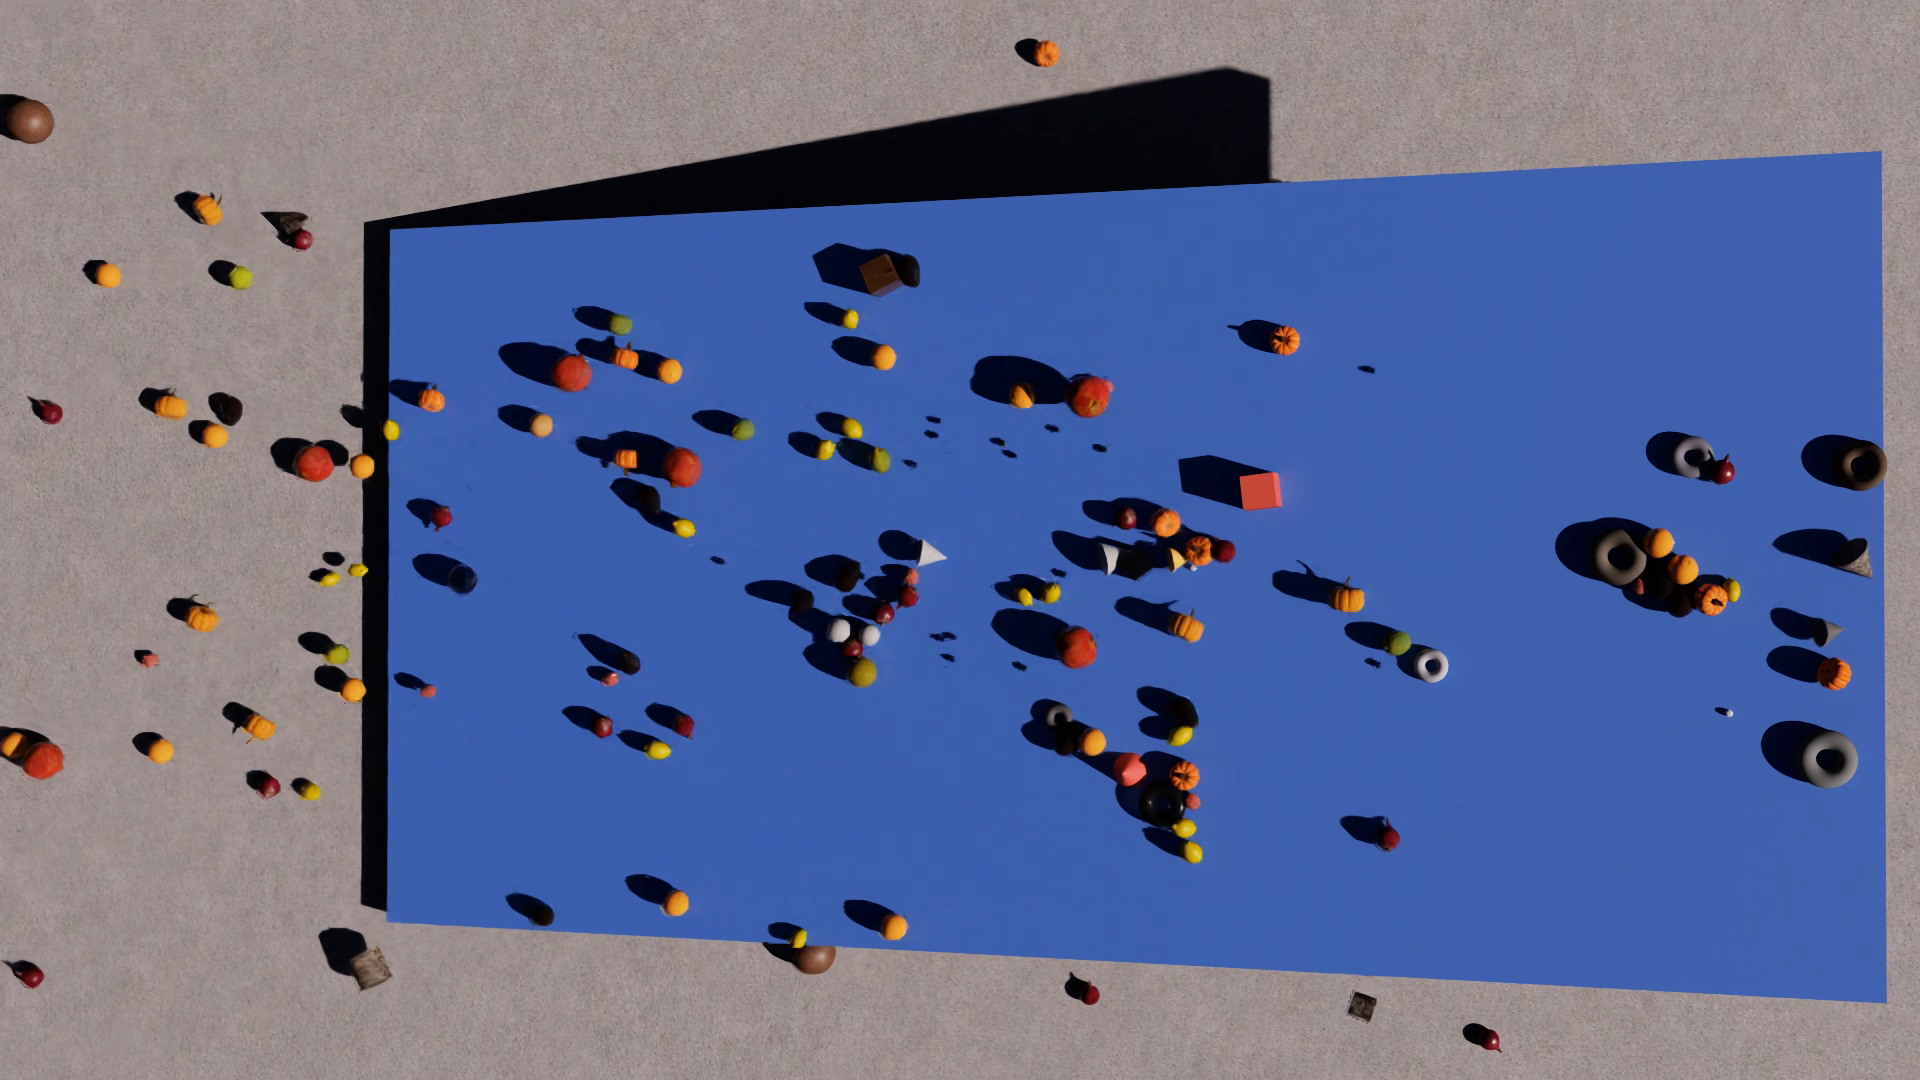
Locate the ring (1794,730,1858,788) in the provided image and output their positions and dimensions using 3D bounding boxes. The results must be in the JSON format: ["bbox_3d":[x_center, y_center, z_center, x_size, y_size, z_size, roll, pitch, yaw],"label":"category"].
[{"bbox_3d":[2.037,0.515,5.170,0.139,0.046,0.139,0,91,18],"label":"ring"}]

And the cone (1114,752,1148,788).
[{"bbox_3d":[0.427,0.596,5.647,0.091,0.091,0.091,0,89,17],"label":"cone"}]

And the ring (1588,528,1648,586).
[{"bbox_3d":[1.589,0.041,5.316,0.139,0.046,0.139,0,88,16],"label":"ring"}]

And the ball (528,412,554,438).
[{"bbox_3d":[-1.177,-0.323,6.172,0.071,0.071,0.071,0,89,0],"label":"ball"}]

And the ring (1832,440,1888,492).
[{"bbox_3d":[2.111,-0.175,5.160,0.121,0.040,0.121,-1,88,16],"label":"ring"}]

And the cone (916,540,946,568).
[{"bbox_3d":[-0.070,0.042,5.840,0.078,0.078,0.078,11,89,-10],"label":"cone"}]

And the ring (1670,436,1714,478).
[{"bbox_3d":[1.755,-0.199,5.274,0.103,0.034,0.103,-1,88,19],"label":"ring"}]

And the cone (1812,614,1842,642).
[{"bbox_3d":[2.054,0.212,5.177,0.067,0.067,0.067,10,89,-29],"label":"cone"}]

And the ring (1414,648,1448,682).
[{"bbox_3d":[1.168,0.311,5.453,0.086,0.029,0.086,0,89,19],"label":"ring"}]

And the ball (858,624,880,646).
[{"bbox_3d":[-0.244,0.253,5.878,0.060,0.060,0.060,0,89,0],"label":"ball"}]

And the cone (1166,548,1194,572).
[{"bbox_3d":[0.570,0.048,5.643,0.063,0.063,0.063,-7,89,-10],"label":"cone"}]

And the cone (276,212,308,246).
[{"bbox_3d":[-1.955,-0.904,6.440,0.090,0.090,0.090,8,116,0],"label":"cone"}]

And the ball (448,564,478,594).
[{"bbox_3d":[-1.409,0.112,6.230,0.086,0.086,0.086,0,89,0],"label":"ball"}]

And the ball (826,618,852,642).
[{"bbox_3d":[-0.326,0.242,5.891,0.067,0.067,0.067,0,89,0],"label":"ball"}]

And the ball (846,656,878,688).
[{"bbox_3d":[-0.263,0.353,5.870,0.084,0.084,0.084,0,89,0],"label":"ball"}]

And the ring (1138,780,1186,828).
[{"bbox_3d":[0.519,0.677,5.644,0.123,0.041,0.123,0,90,17],"label":"ring"}]

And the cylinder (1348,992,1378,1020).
[{"bbox_3d":[1.008,1.167,5.507,0.057,0.057,0.057,19,89,12],"label":"cylinder"}]

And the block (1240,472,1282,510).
[{"bbox_3d":[0.761,-0.122,5.557,0.085,0.085,0.085,-7,87,17],"label":"block"}]

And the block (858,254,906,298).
[{"bbox_3d":[-0.207,-0.706,5.869,0.080,0.080,0.080,-26,82,15],"label":"block"}]

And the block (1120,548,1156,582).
[{"bbox_3d":[0.460,0.064,5.661,0.060,0.060,0.060,-37,79,14],"label":"block"}]

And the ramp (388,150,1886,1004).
[{"bbox_3d":[0.274,0.094,5.802,4.000,0.100,2.000,0,89,17],"label":"ramp"}]

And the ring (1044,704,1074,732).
[{"bbox_3d":[0.258,0.464,5.736,0.077,0.026,0.077,0,90,17],"label":"ring"}]
